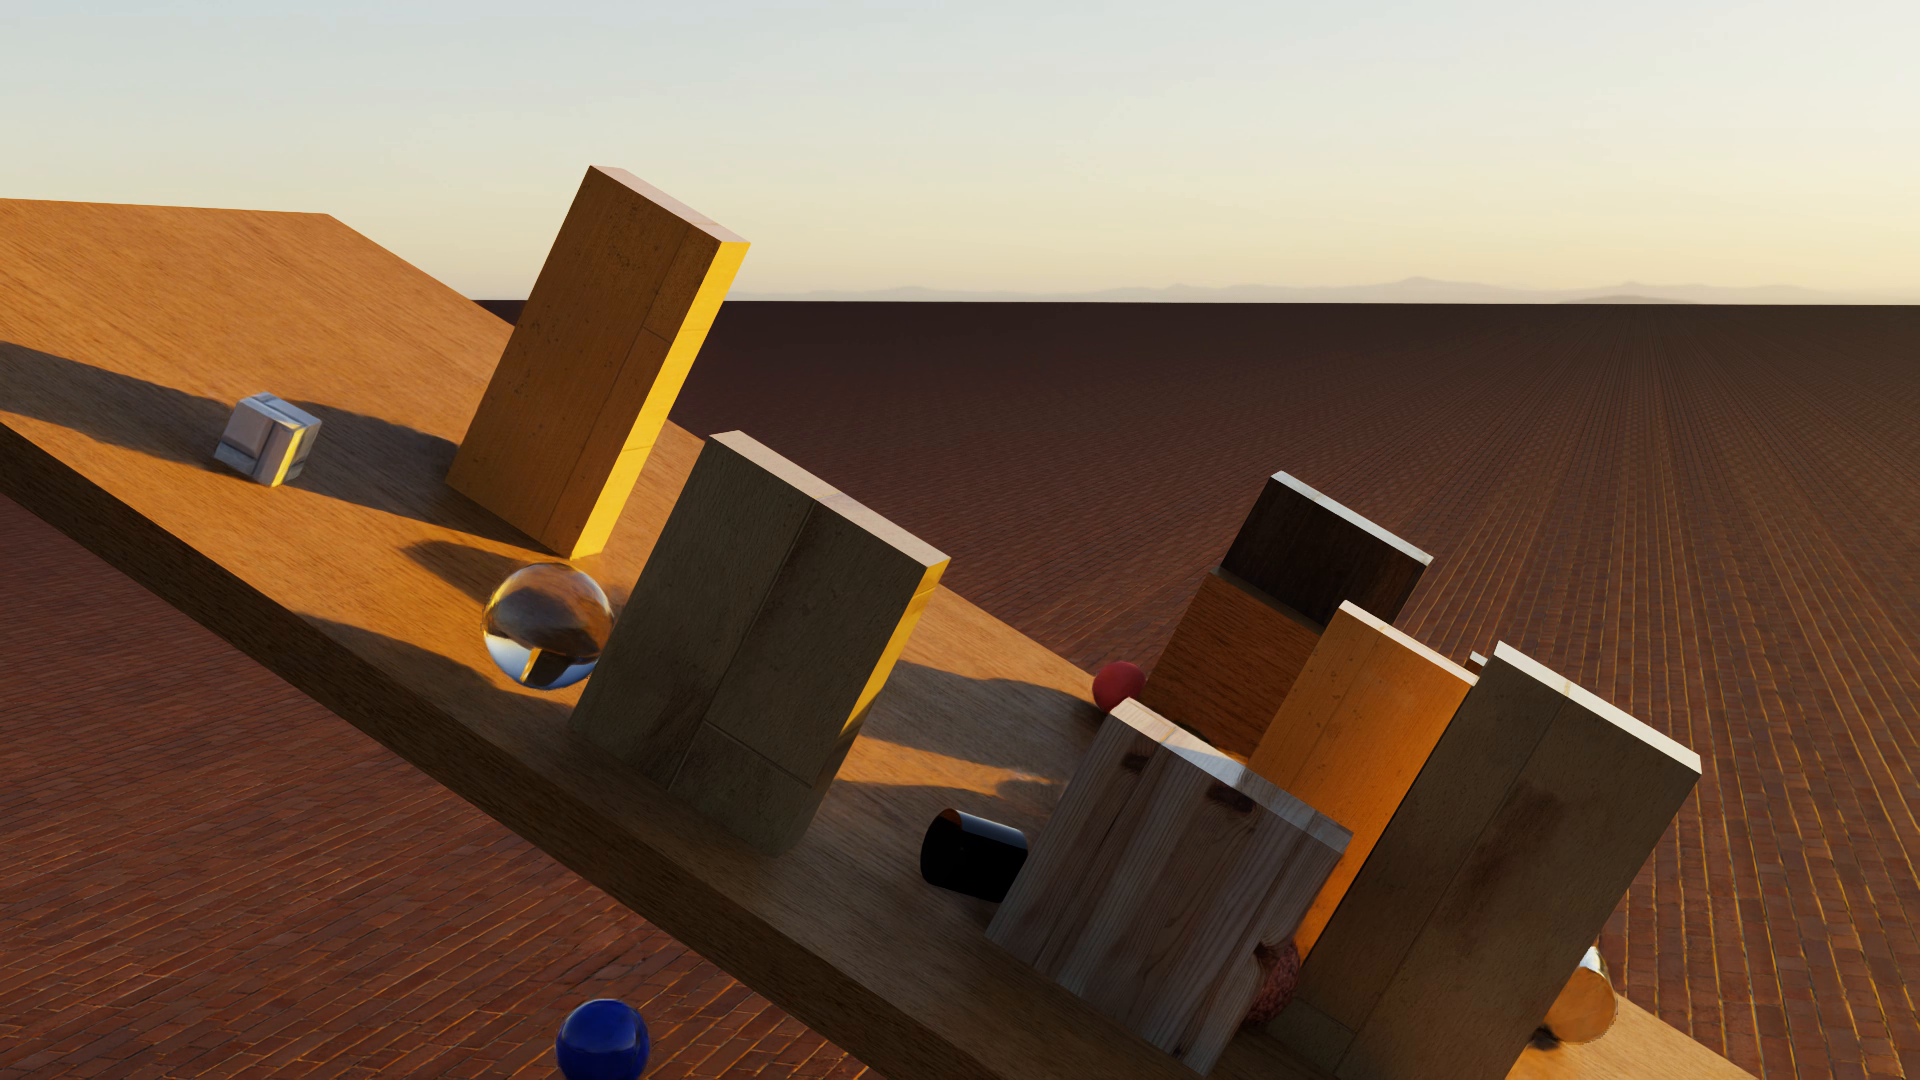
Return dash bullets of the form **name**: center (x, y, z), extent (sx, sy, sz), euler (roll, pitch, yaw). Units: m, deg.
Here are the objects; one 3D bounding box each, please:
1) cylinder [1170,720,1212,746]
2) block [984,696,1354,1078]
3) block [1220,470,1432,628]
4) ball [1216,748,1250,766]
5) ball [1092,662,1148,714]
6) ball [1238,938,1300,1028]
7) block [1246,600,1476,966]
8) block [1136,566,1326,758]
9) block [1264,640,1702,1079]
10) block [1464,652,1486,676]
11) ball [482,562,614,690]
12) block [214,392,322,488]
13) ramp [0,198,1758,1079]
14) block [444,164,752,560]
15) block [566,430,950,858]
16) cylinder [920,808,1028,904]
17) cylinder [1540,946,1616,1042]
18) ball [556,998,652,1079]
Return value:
- **cylinder**: center (0.369, 0.462, 4.026), extent (0.210, 0.210, 0.210), euler (1, -24, 4)
- **block**: center (0.323, 0.536, 3.421), extent (0.407, 0.418, 0.136), euler (31, 14, 12)
- **block**: center (0.678, 0.229, 4.696), extent (0.370, 0.646, 0.146), euler (31, 14, 12)
- **ball**: center (0.513, 0.507, 4.344), extent (0.191, 0.191, 0.191), euler (0, 7, 0)
- **ball**: center (0.352, 0.328, 4.811), extent (0.124, 0.124, 0.124), euler (0, 7, 0)
- **ball**: center (0.455, 0.694, 3.573), extent (0.195, 0.195, 0.195), euler (0, 7, 0)
- **block**: center (0.695, 0.475, 3.918), extent (0.385, 0.620, 0.096), euler (31, 14, 12)
- **block**: center (0.566, 0.322, 4.605), extent (0.318, 0.428, 0.108), euler (31, 14, 12)
- **block**: center (0.845, 0.579, 3.584), extent (0.361, 0.739, 0.140), euler (31, 14, 12)
- **block**: center (0.905, 0.536, 4.103), extent (0.243, 0.615, 0.081), euler (31, 14, 12)
- **ball**: center (-0.638, 0.134, 3.410), extent (0.200, 0.200, 0.200), euler (0, 7, 0)
- **block**: center (-1.177, -0.172, 3.742), extent (0.110, 0.110, 0.110), euler (28, 14, 1)
- **ramp**: center (-0.211, 0.350, 4.142), extent (4.000, 0.100, 2.000), euler (31, 14, 12)
- **block**: center (-0.677, -0.328, 4.087), extent (0.292, 0.664, 0.136), euler (31, 14, 12)
- **block**: center (-0.312, 0.157, 3.364), extent (0.390, 0.518, 0.114), euler (31, 14, 12)
- **cylinder**: center (0.022, 0.510, 3.551), extent (0.125, 0.125, 0.125), euler (21, -3, -27)
- **cylinder**: center (1.208, 0.890, 4.357), extent (0.160, 0.160, 0.160), euler (1, 10, 11)
- **ball**: center (-0.472, 0.670, 2.910), extent (0.125, 0.125, 0.125), euler (0, 7, 0)
